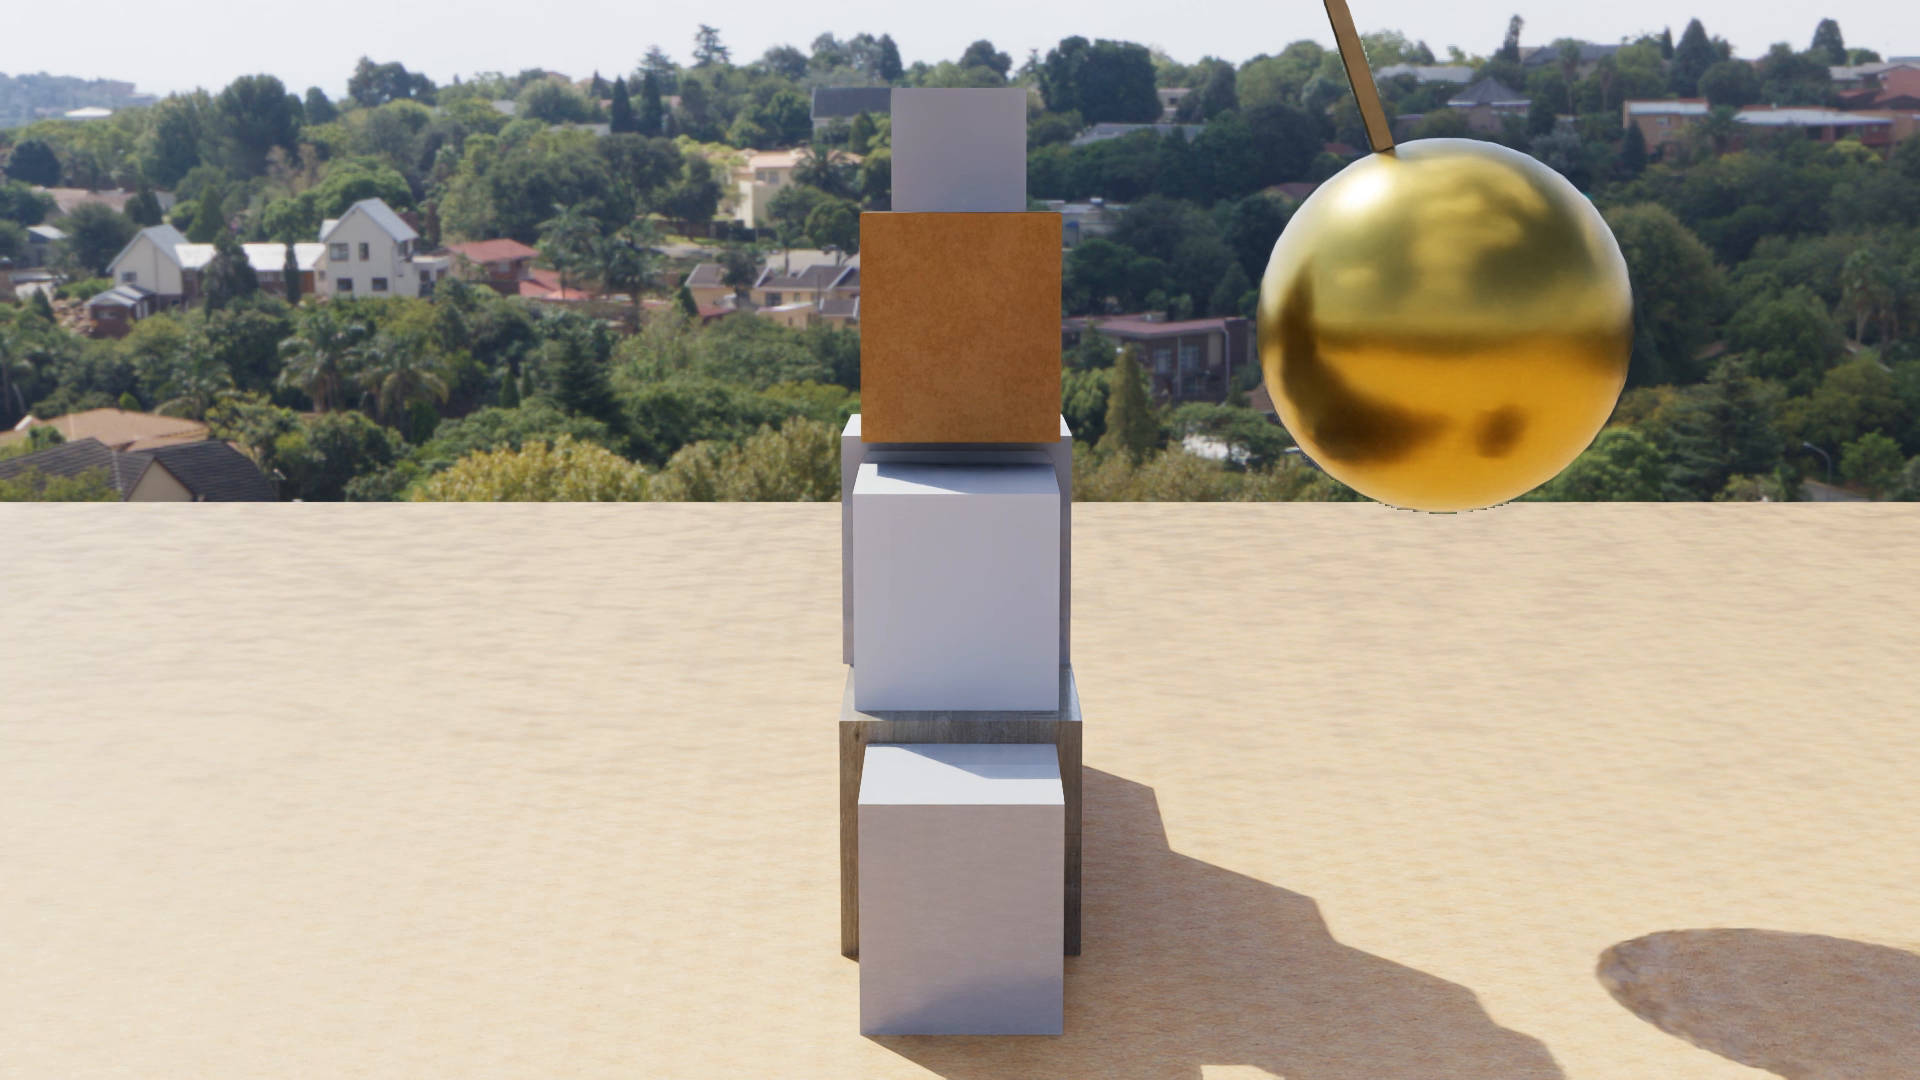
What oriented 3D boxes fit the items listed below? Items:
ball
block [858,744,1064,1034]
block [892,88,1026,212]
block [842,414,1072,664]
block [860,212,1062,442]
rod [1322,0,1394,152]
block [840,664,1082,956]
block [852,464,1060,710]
[{"bbox_3d":[2.074,-0.919,11.013,1.600,1.600,1.600,0,10,0],"label":"ball"},{"bbox_3d":[0.005,1.319,9.838,0.752,0.884,0.859,0,10,0],"label":"block"},{"bbox_3d":[-0.006,-1.675,11.052,0.570,0.520,0.476,0,8,0],"label":"block"},{"bbox_3d":[-0.015,-0.026,11.617,0.990,0.996,1.082,0,8,0],"label":"block"},{"bbox_3d":[0.001,-0.940,11.103,0.833,0.951,0.931,0,8,0],"label":"block"},{"bbox_3d":[0.899,-4.058,10.442,0.080,5.200,0.080,-20,10,4],"label":"rod"},{"bbox_3d":[0.003,1.106,10.762,0.966,0.974,1.015,0,10,0],"label":"block"},{"bbox_3d":[-0.014,0.180,10.658,0.824,0.885,0.804,0,10,0],"label":"block"}]
